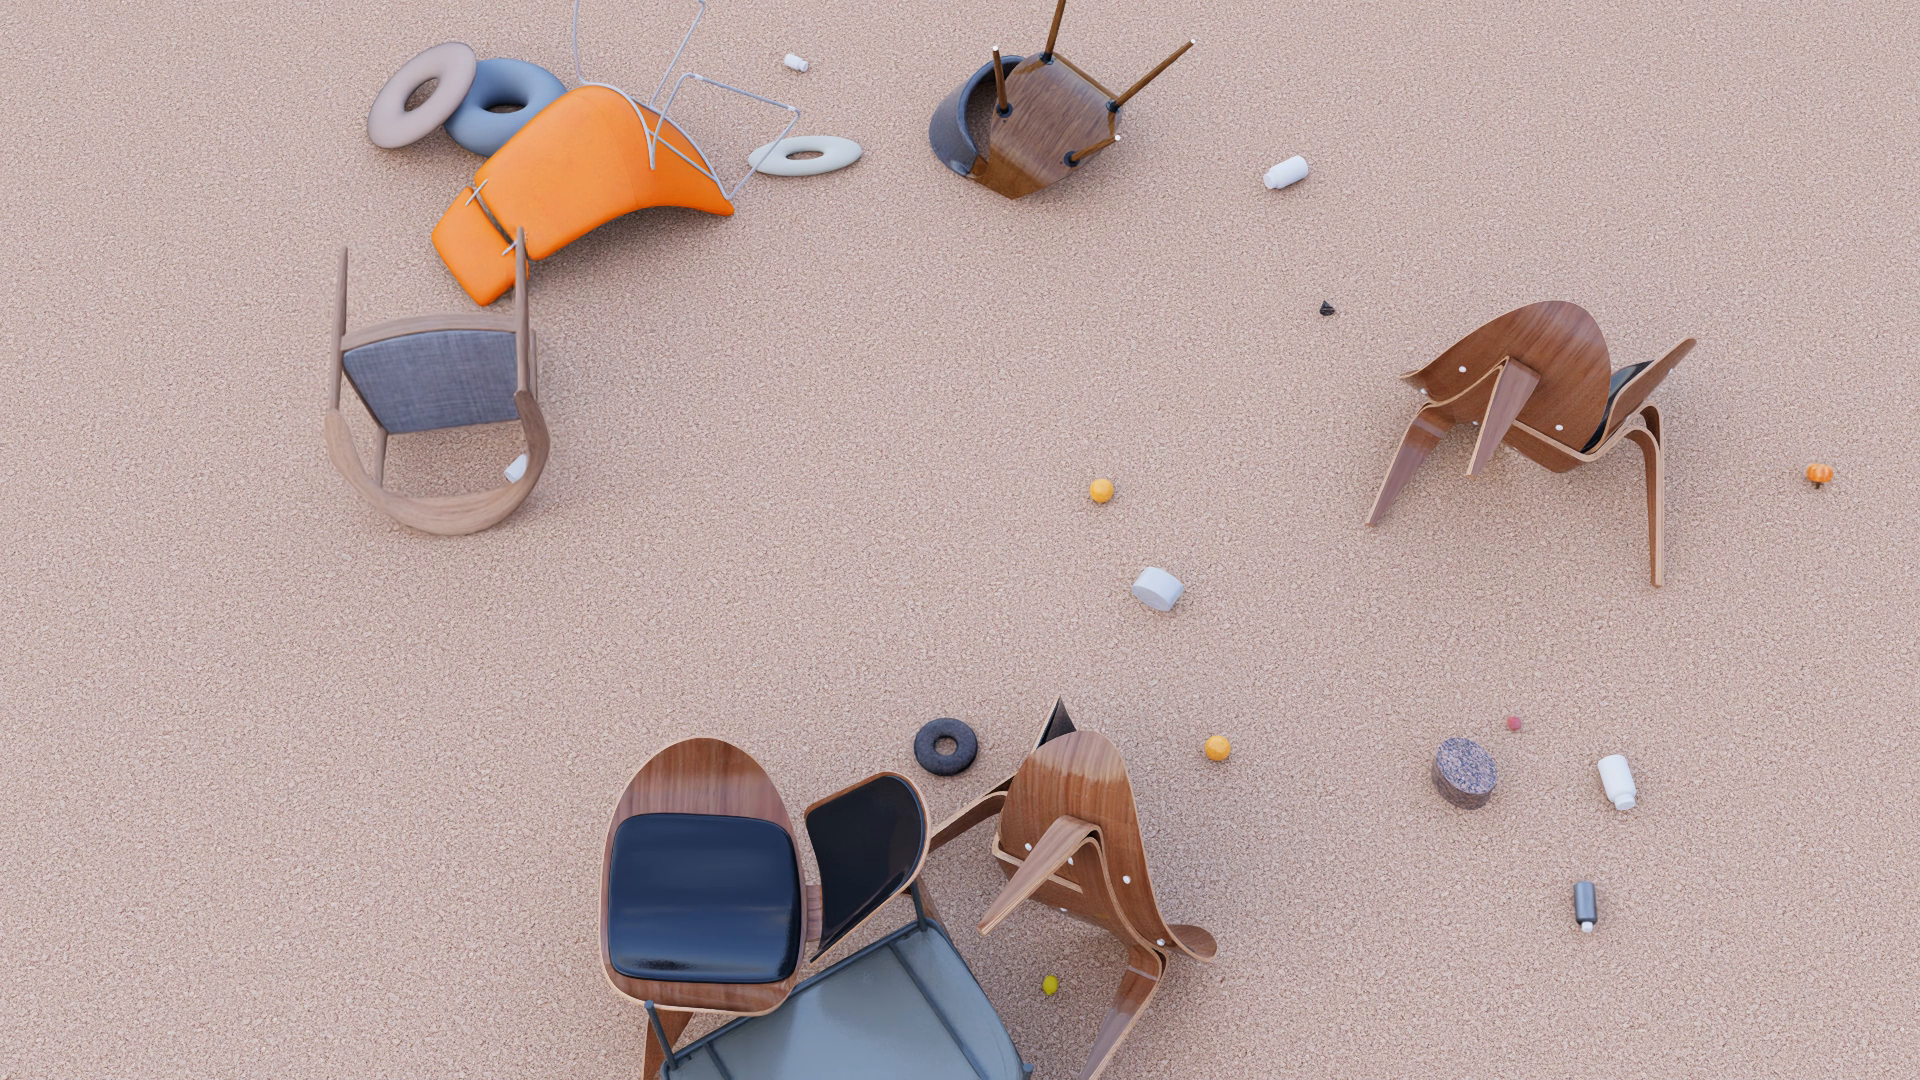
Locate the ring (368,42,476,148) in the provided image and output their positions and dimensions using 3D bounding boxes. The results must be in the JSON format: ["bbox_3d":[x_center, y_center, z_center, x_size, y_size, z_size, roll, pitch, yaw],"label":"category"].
[{"bbox_3d":[-1.821,-1.505,7.438,0.466,0.066,0.436,-34,46,10],"label":"ring"}]

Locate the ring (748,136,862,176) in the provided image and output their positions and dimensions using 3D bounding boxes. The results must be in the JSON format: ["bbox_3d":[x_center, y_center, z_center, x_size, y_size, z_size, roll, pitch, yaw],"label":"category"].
[{"bbox_3d":[-0.523,-1.296,7.415,0.387,0.048,0.168,-6,55,-4],"label":"ring"}]

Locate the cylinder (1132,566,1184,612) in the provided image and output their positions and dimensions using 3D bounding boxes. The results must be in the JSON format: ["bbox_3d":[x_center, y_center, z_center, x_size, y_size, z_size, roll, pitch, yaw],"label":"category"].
[{"bbox_3d":[0.577,0.143,6.426,0.133,0.086,0.078,27,60,21],"label":"cylinder"}]

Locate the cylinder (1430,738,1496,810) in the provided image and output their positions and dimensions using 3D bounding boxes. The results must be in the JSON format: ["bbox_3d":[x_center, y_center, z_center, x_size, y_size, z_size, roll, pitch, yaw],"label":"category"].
[{"bbox_3d":[1.393,0.646,6.083,0.148,0.094,0.186,-28,60,-17],"label":"cylinder"}]

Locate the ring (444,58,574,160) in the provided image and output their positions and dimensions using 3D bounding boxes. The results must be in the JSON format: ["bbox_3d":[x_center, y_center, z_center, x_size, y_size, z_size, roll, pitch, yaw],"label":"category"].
[{"bbox_3d":[-1.540,-1.462,7.455,0.484,0.165,0.405,23,56,19],"label":"ring"}]

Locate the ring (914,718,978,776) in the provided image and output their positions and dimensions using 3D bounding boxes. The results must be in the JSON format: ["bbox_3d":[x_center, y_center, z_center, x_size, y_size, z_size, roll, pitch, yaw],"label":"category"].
[{"bbox_3d":[-0.040,0.579,6.160,0.180,0.043,0.182,9,57,7],"label":"ring"}]
